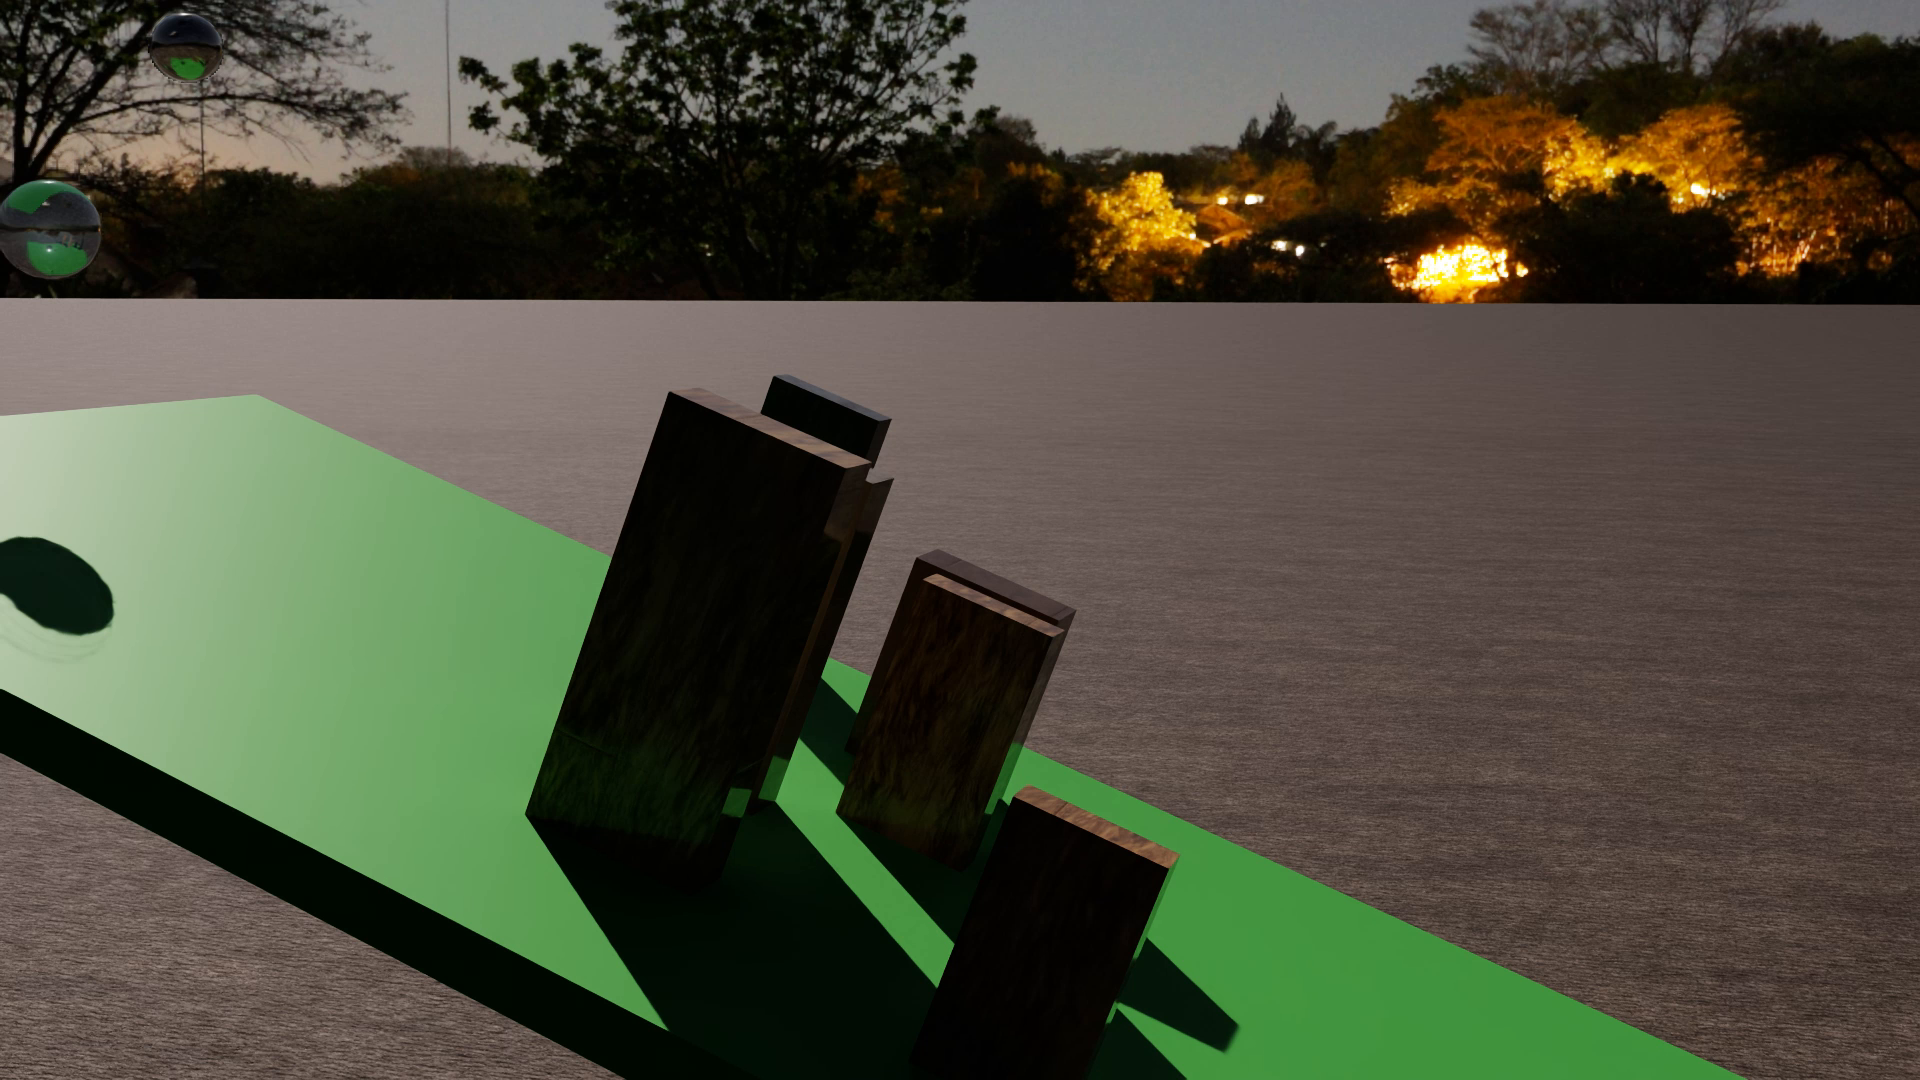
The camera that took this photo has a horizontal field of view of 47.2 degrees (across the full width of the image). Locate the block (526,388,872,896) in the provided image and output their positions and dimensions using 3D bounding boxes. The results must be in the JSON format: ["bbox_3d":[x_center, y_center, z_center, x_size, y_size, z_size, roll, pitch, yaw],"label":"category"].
[{"bbox_3d":[-0.442,0.169,3.676,0.327,0.775,0.124,24,13,13],"label":"block"}]

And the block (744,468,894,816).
[{"bbox_3d":[-0.435,0.121,4.128,0.405,0.673,0.119,24,13,13],"label":"block"}]

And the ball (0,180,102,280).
[{"bbox_3d":[-1.890,-0.644,4.562,0.206,0.206,0.206,0,7,0],"label":"ball"}]

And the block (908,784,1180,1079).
[{"bbox_3d":[0.126,0.637,3.340,0.255,0.459,0.084,24,13,13],"label":"block"}]

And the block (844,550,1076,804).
[{"bbox_3d":[0.000,0.295,4.614,0.326,0.446,0.148,24,13,13],"label":"block"}]

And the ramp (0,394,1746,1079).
[{"bbox_3d":[-0.318,0.571,4.201,4.000,0.100,2.000,24,13,13],"label":"ramp"}]

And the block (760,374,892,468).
[{"bbox_3d":[-0.393,-0.046,5.052,0.271,0.607,0.090,24,13,13],"label":"block"}]

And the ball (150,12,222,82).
[{"bbox_3d":[-1.572,-1.002,4.470,0.137,0.137,0.137,0,7,0],"label":"ball"}]

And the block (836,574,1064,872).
[{"bbox_3d":[-0.022,0.350,4.225,0.274,0.498,0.087,24,13,13],"label":"block"}]
